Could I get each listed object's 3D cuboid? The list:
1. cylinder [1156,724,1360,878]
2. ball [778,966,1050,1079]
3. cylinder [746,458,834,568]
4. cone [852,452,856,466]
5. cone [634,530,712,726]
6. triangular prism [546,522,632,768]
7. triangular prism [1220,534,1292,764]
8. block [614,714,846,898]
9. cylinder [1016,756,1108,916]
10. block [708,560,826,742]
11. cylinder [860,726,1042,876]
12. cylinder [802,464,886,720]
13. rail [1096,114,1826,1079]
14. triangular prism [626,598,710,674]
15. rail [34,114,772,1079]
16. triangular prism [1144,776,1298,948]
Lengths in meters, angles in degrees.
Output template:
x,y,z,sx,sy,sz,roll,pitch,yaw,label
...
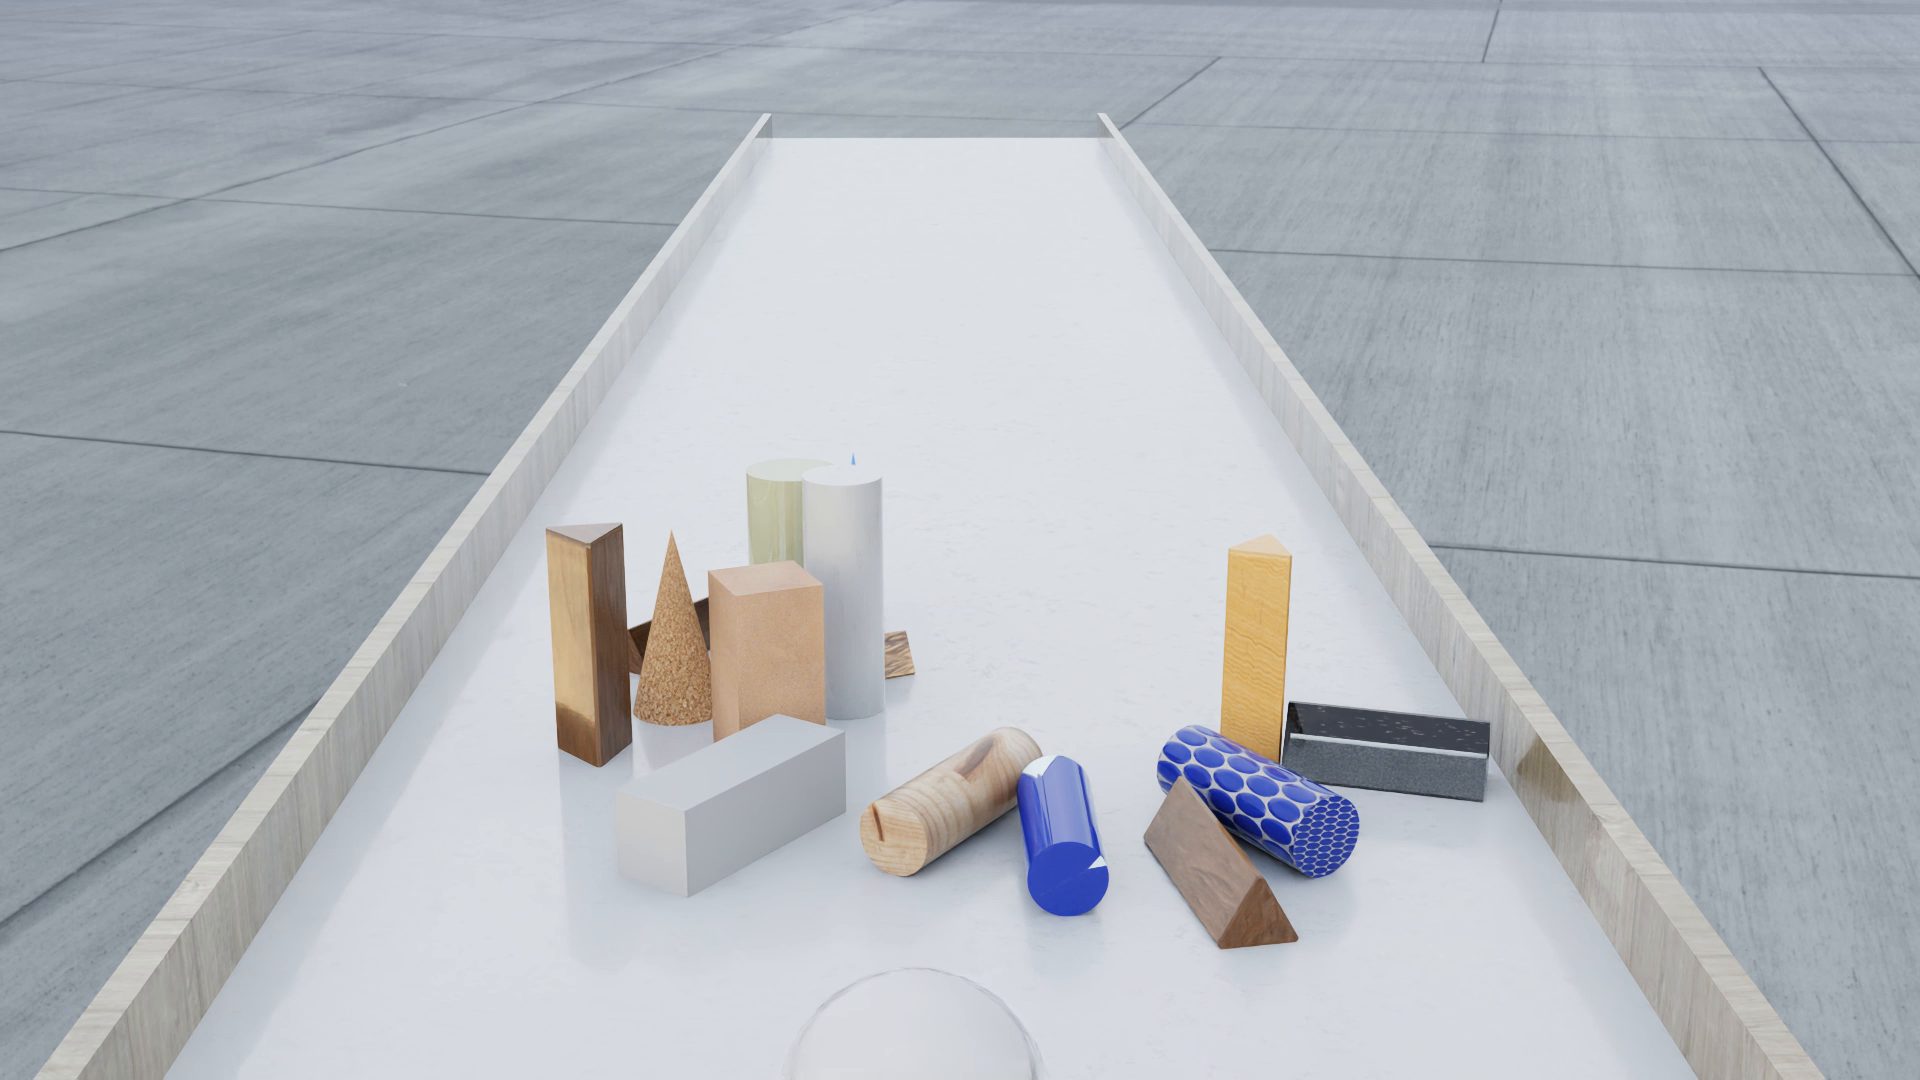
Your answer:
x,y,z,sx,sy,sz,roll,pitch,yaw,label
0.480,0.420,3.578,0.134,0.134,0.356,-10,19,-30,cylinder
-0.053,0.646,2.499,0.316,0.316,0.316,0,17,0,ball
-0.329,0.052,4.355,0.179,0.397,0.179,0,17,0,cylinder
-0.221,-0.006,4.598,0.126,0.370,0.126,0,17,0,cone
-0.532,0.149,4.100,0.170,0.356,0.170,0,17,0,cone
-0.639,0.178,3.902,0.114,0.413,0.132,-15,22,-41,triangular prism
0.526,0.192,3.863,0.108,0.401,0.094,6,22,17,triangular prism
-0.364,0.422,3.553,0.145,0.145,0.401,11,20,33,block
0.158,0.460,3.463,0.123,0.123,0.340,0,17,-1,cylinder
-0.339,0.228,3.863,0.158,0.340,0.158,-7,18,-22,block
-0.007,0.421,3.586,0.128,0.128,0.366,10,19,31,cylinder
-0.216,0.097,4.106,0.149,0.452,0.149,0,17,0,cylinder
0.932,-0.844,7.801,0.050,0.150,12.000,0,17,-1,rail
-0.545,0.170,4.496,0.100,0.087,0.402,10,19,32,triangular prism
-1.118,-0.838,7.780,0.050,0.150,12.000,0,17,-1,rail
0.398,0.487,3.393,0.122,0.106,0.392,-3,17,-11,triangular prism
